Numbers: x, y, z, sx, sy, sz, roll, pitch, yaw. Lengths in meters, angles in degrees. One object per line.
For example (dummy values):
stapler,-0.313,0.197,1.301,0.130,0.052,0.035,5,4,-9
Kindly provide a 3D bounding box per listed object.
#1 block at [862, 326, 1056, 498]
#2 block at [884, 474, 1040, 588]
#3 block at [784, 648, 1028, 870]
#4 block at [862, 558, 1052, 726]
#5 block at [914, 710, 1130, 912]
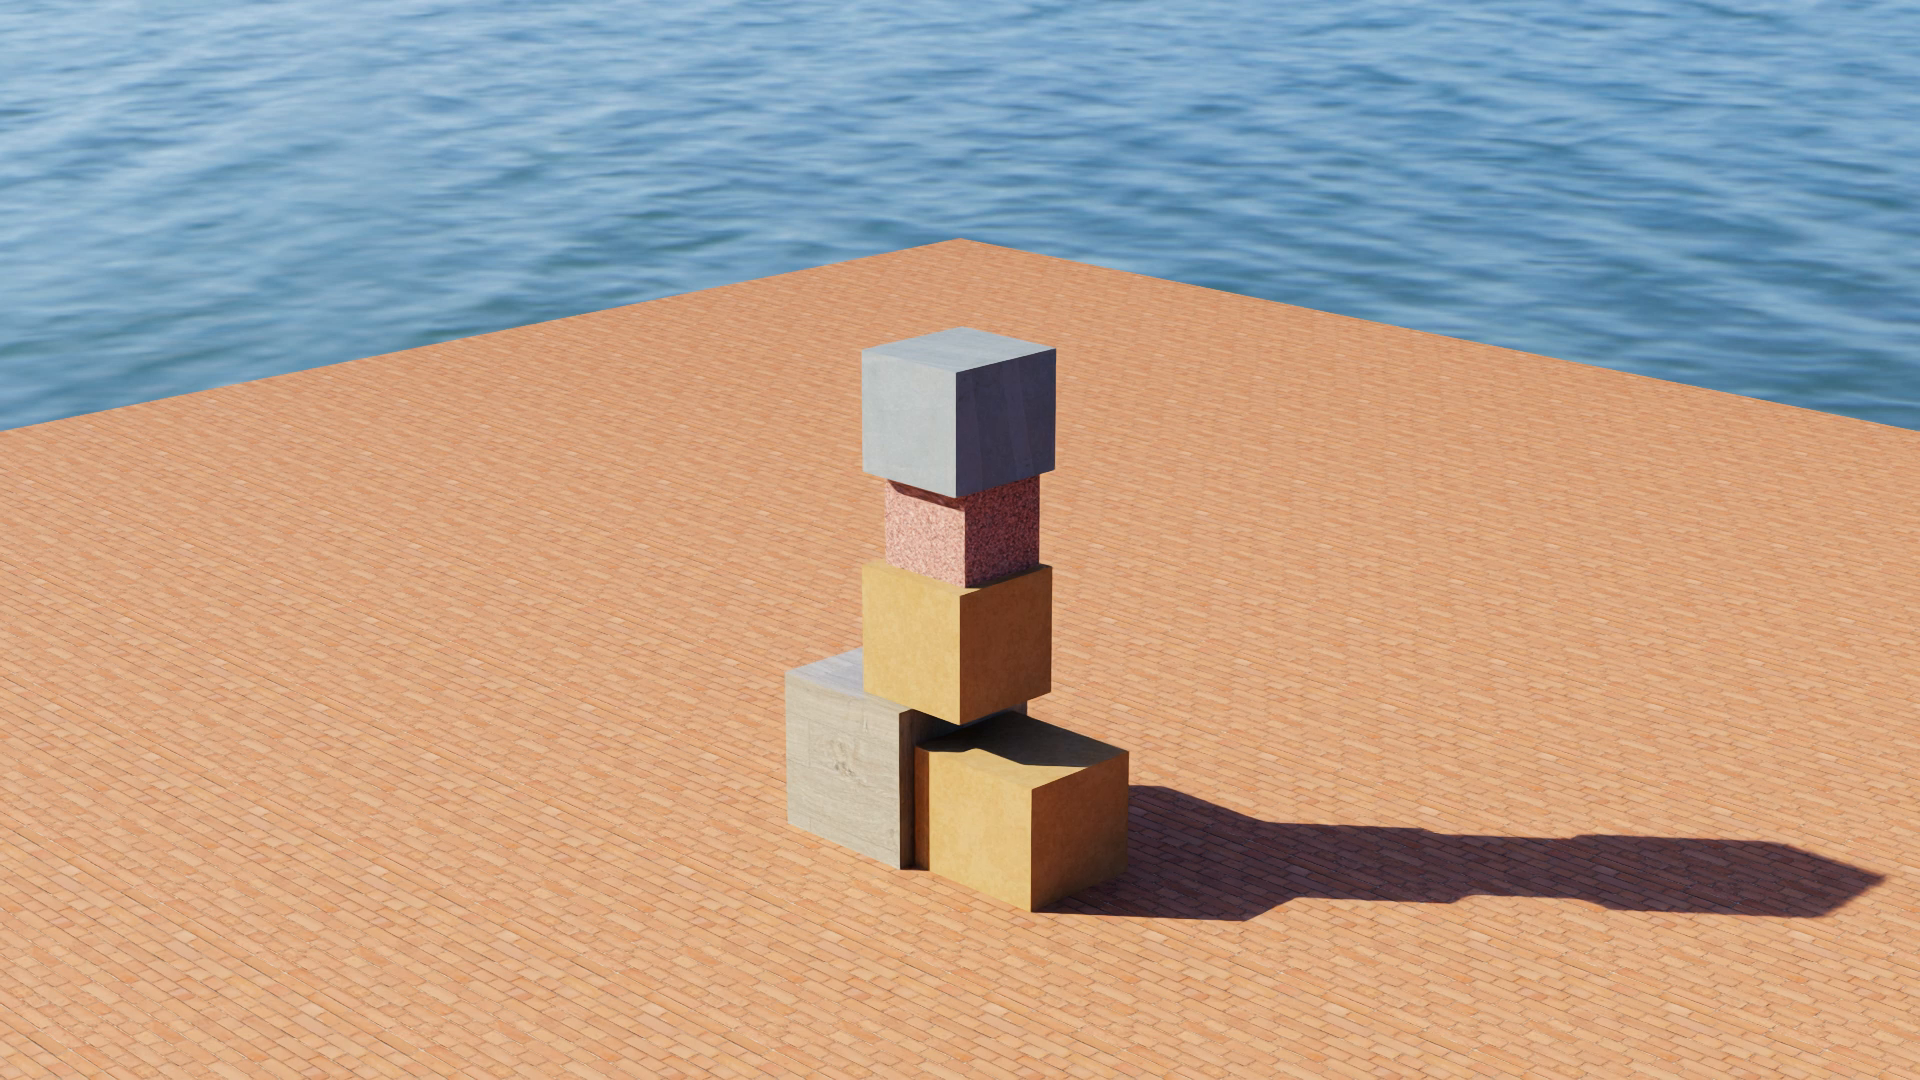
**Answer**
block,-0.004,-0.582,13.154,0.635,0.567,0.593,-17,24,-42
block,0.010,-0.103,13.320,0.481,0.447,0.512,-17,24,-42
block,-0.253,0.981,13.939,0.845,0.770,0.775,-17,24,-42
block,-0.013,0.409,13.457,0.600,0.611,0.629,-17,24,-42
block,0.281,1.232,13.442,0.645,0.590,0.738,-17,24,-42
